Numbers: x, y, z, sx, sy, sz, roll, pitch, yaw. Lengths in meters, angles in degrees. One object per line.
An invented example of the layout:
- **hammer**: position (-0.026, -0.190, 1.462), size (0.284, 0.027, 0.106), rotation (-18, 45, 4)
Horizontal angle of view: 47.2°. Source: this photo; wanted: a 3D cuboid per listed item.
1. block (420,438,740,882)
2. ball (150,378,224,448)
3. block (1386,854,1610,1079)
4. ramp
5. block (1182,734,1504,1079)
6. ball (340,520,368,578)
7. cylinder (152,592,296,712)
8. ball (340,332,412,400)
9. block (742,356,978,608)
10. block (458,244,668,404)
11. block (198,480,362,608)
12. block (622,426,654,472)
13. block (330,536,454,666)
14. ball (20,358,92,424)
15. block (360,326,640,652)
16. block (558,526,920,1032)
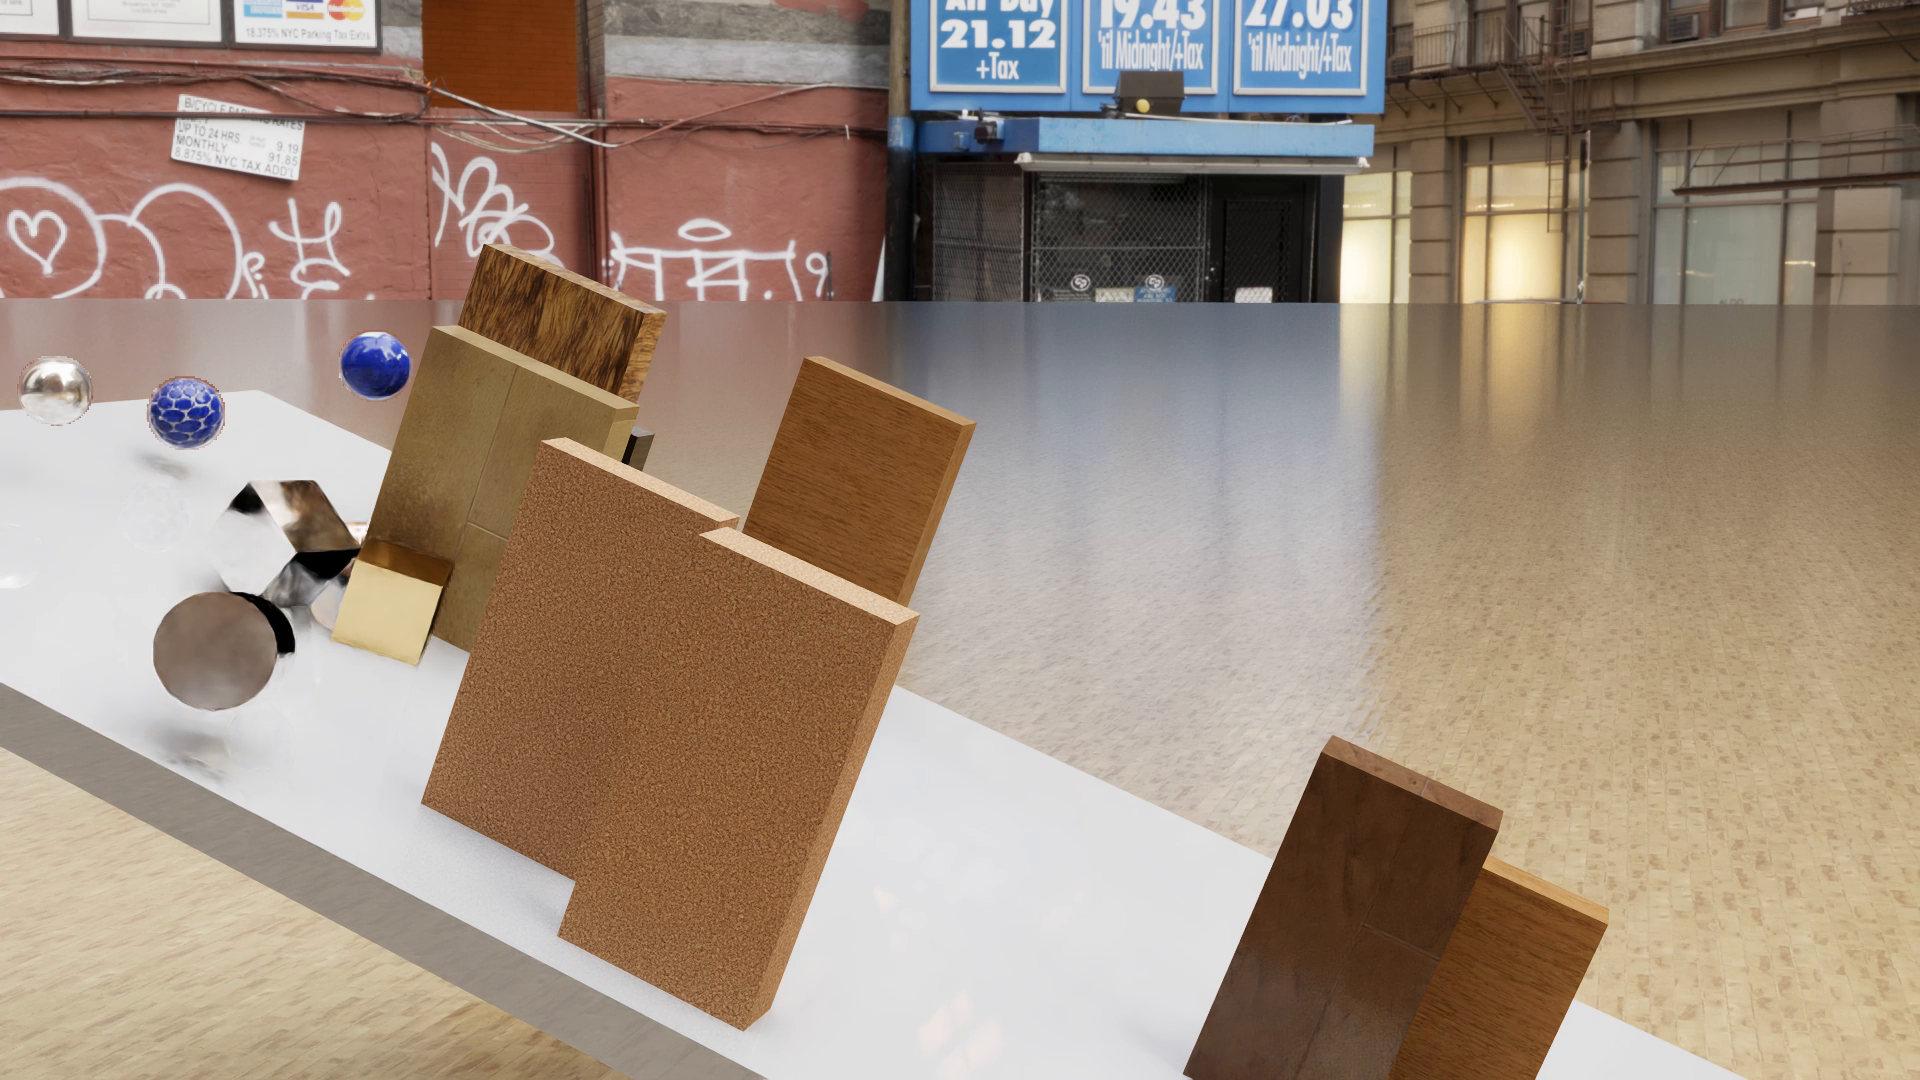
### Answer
- **block**: position (-0.617, 0.198, 3.545), size (0.326, 0.646, 0.083), rotation (24, 13, 13)
- **ball**: position (-1.671, -0.273, 4.751), size (0.151, 0.151, 0.151), rotation (0, 7, 0)
- **block**: position (0.848, 0.784, 3.803), size (0.365, 0.483, 0.095), rotation (24, 13, 13)
- **ramp**: position (-0.316, 0.565, 4.200), size (4.000, 0.100, 2.000), rotation (24, 13, 13)
- **block**: position (0.634, 0.671, 3.652), size (0.303, 0.607, 0.139), rotation (24, 13, 13)
- **ball**: position (-1.239, 0.020, 4.510), size (0.118, 0.118, 0.118), rotation (0, 7, 0)
- **cylinder**: position (-1.163, 0.175, 3.486), size (0.186, 0.186, 0.186), rotation (-1, -2, -8)
- **ball**: position (-1.190, -0.355, 4.479), size (0.140, 0.140, 0.140), rotation (0, 7, 0)
- **block**: position (-0.271, -0.021, 4.935), size (0.394, 0.681, 0.108), rotation (24, 13, 13)
- **block**: position (-0.925, -0.222, 4.661), size (0.392, 0.711, 0.108), rotation (24, 13, 13)
- **block**: position (-1.297, 0.009, 4.196), size (0.174, 0.174, 0.174), rotation (-43, -16, 21)
- **block**: position (-0.922, -0.106, 4.830), size (0.386, 0.429, 0.087), rotation (24, 13, 13)
- **block**: position (-1.090, 0.117, 4.230), size (0.167, 0.167, 0.167), rotation (19, 13, -10)
- **ball**: position (-1.801, -0.298, 4.378), size (0.132, 0.132, 0.132), rotation (0, 7, 0)
- **block**: position (-0.928, -0.077, 4.358), size (0.424, 0.576, 0.102), rotation (24, 13, 13)
- **block**: position (-0.335, 0.355, 3.282), size (0.327, 0.669, 0.107), rotation (24, 13, 13)
